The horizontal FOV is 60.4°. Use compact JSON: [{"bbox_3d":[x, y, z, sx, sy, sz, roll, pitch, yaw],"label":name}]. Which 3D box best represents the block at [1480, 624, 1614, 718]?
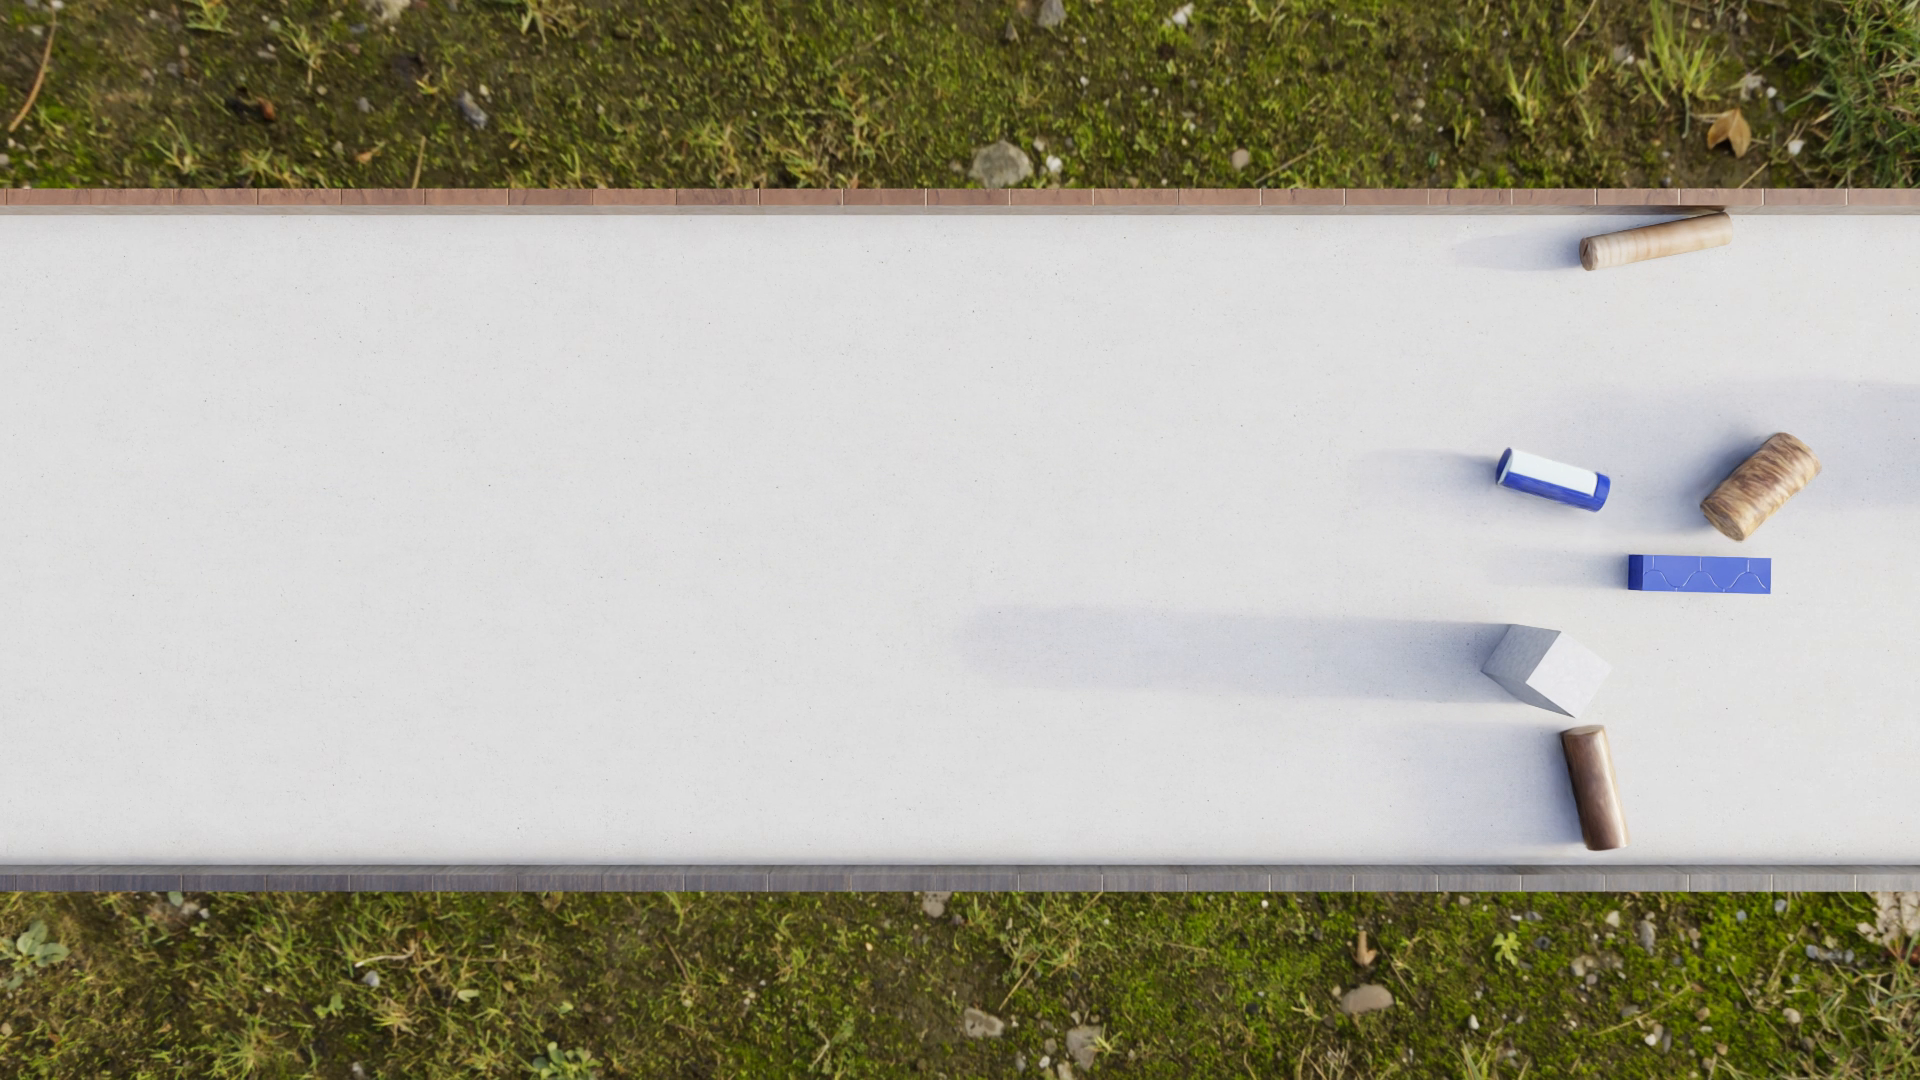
[{"bbox_3d":[1.725,0.382,4.872,0.179,0.409,0.179,35,90,0],"label":"block"}]

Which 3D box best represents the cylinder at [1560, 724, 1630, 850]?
[{"bbox_3d":[1.930,0.752,5.013,0.128,0.128,0.357,-13,90,0],"label":"cylinder"}]

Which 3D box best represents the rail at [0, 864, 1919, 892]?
[{"bbox_3d":[-2.247,1.025,5.001,12.000,0.150,0.050,0,90,0],"label":"rail"}]

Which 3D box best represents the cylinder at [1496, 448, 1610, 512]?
[{"bbox_3d":[1.802,-0.182,5.019,0.308,0.116,0.116,16,90,0],"label":"cylinder"}]

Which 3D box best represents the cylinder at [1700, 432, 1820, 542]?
[{"bbox_3d":[2.421,-0.162,4.993,0.311,0.167,0.167,-43,90,0],"label":"cylinder"}]

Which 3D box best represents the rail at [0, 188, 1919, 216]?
[{"bbox_3d":[-2.247,-1.025,5.002,12.000,0.150,0.050,0,90,0],"label":"rail"}]

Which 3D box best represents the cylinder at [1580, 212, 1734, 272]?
[{"bbox_3d":[2.119,-0.910,5.025,0.430,0.102,0.102,-11,90,0],"label":"cylinder"}]

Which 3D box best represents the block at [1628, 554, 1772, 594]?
[{"bbox_3d":[2.250,0.104,5.022,0.386,0.109,0.109,1,90,0],"label":"block"}]
